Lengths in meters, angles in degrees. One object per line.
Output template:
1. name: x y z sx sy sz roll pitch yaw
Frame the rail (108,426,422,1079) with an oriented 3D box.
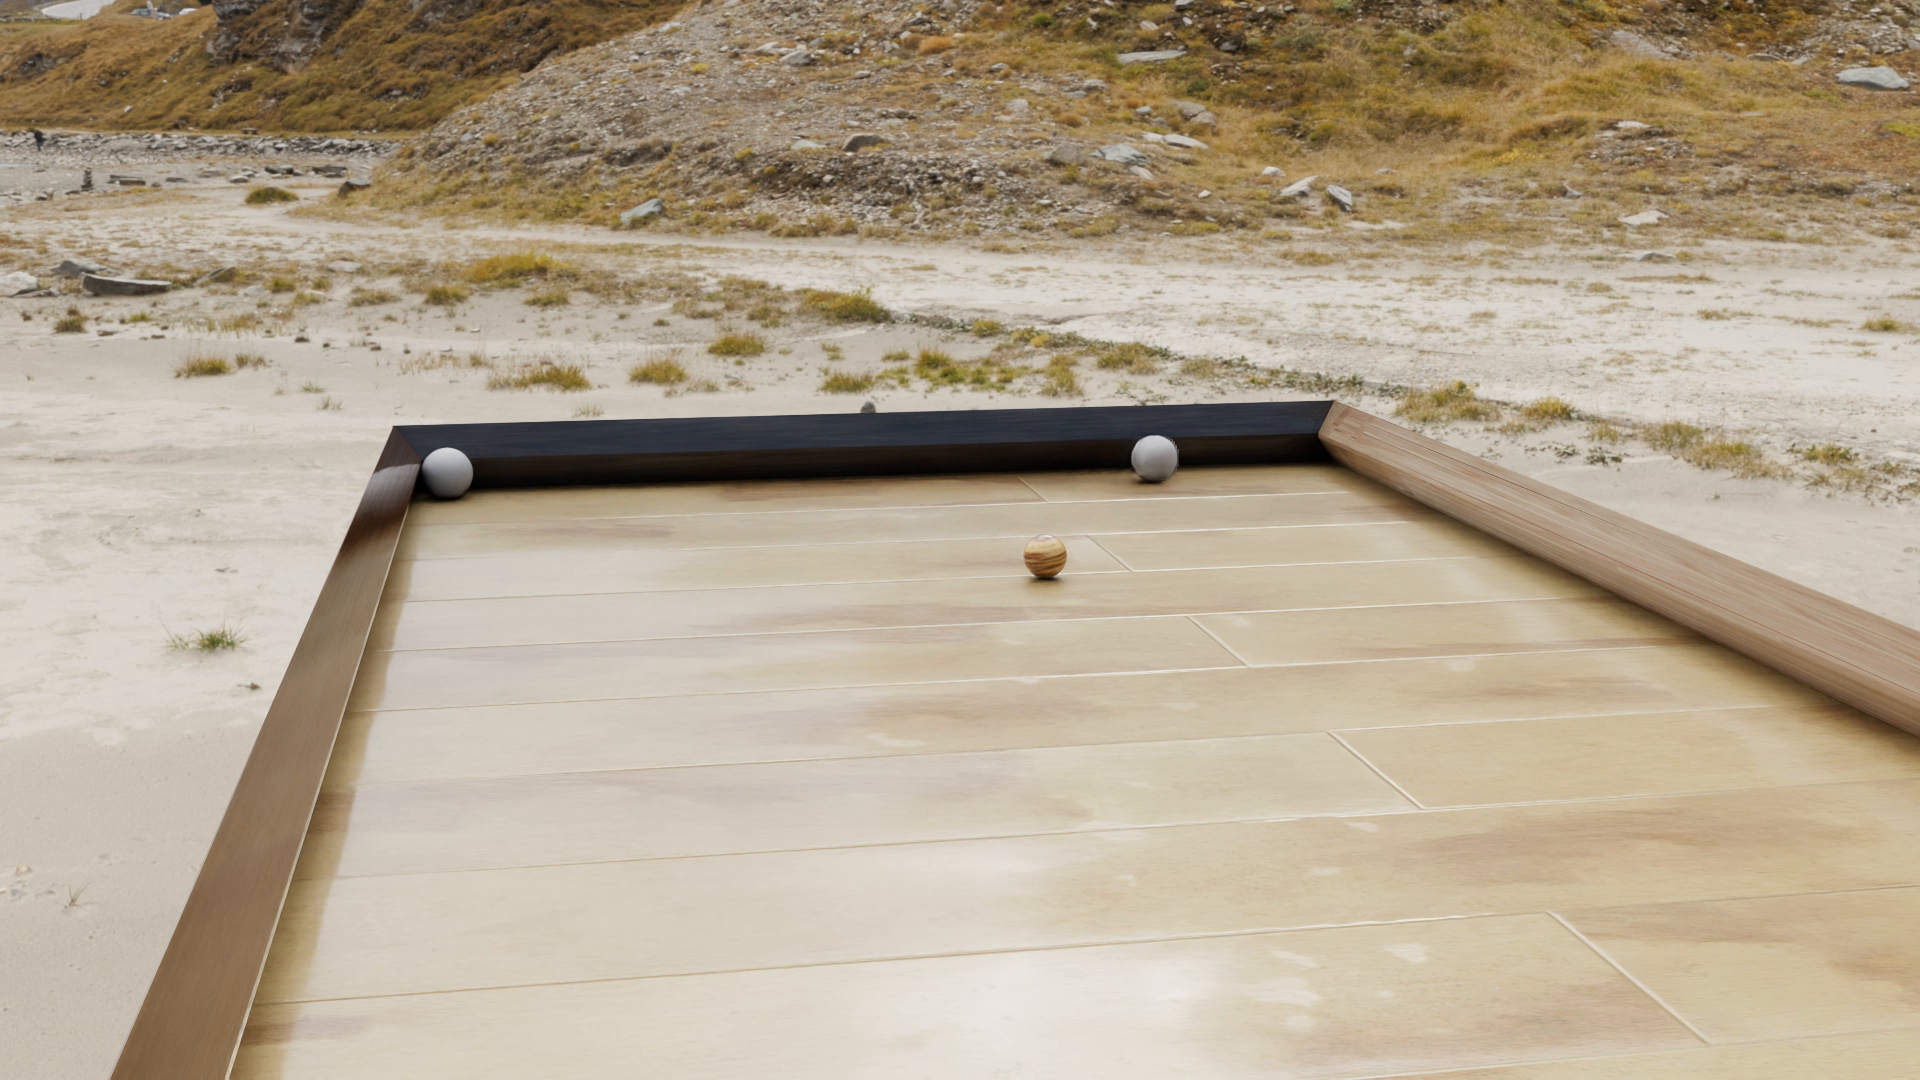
1. rail: -0.620 0.146 2.156 0.045 0.103 2.796 -2 12 -10

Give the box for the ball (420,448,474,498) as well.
1. ball: -0.801 -0.104 3.434 0.080 0.080 0.080 0 12 0

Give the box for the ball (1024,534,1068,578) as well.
1. ball: 0.112 0.021 2.880 0.058 0.058 0.058 0 12 0

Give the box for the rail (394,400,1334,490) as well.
1. rail: -0.124 -0.155 3.616 1.570 0.103 0.045 -2 12 -10

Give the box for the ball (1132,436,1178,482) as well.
1. ball: 0.317 -0.133 3.584 0.075 0.075 0.075 0 12 0

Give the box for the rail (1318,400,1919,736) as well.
1. rail: 0.877 0.090 2.430 0.045 0.103 2.796 -2 12 -10
